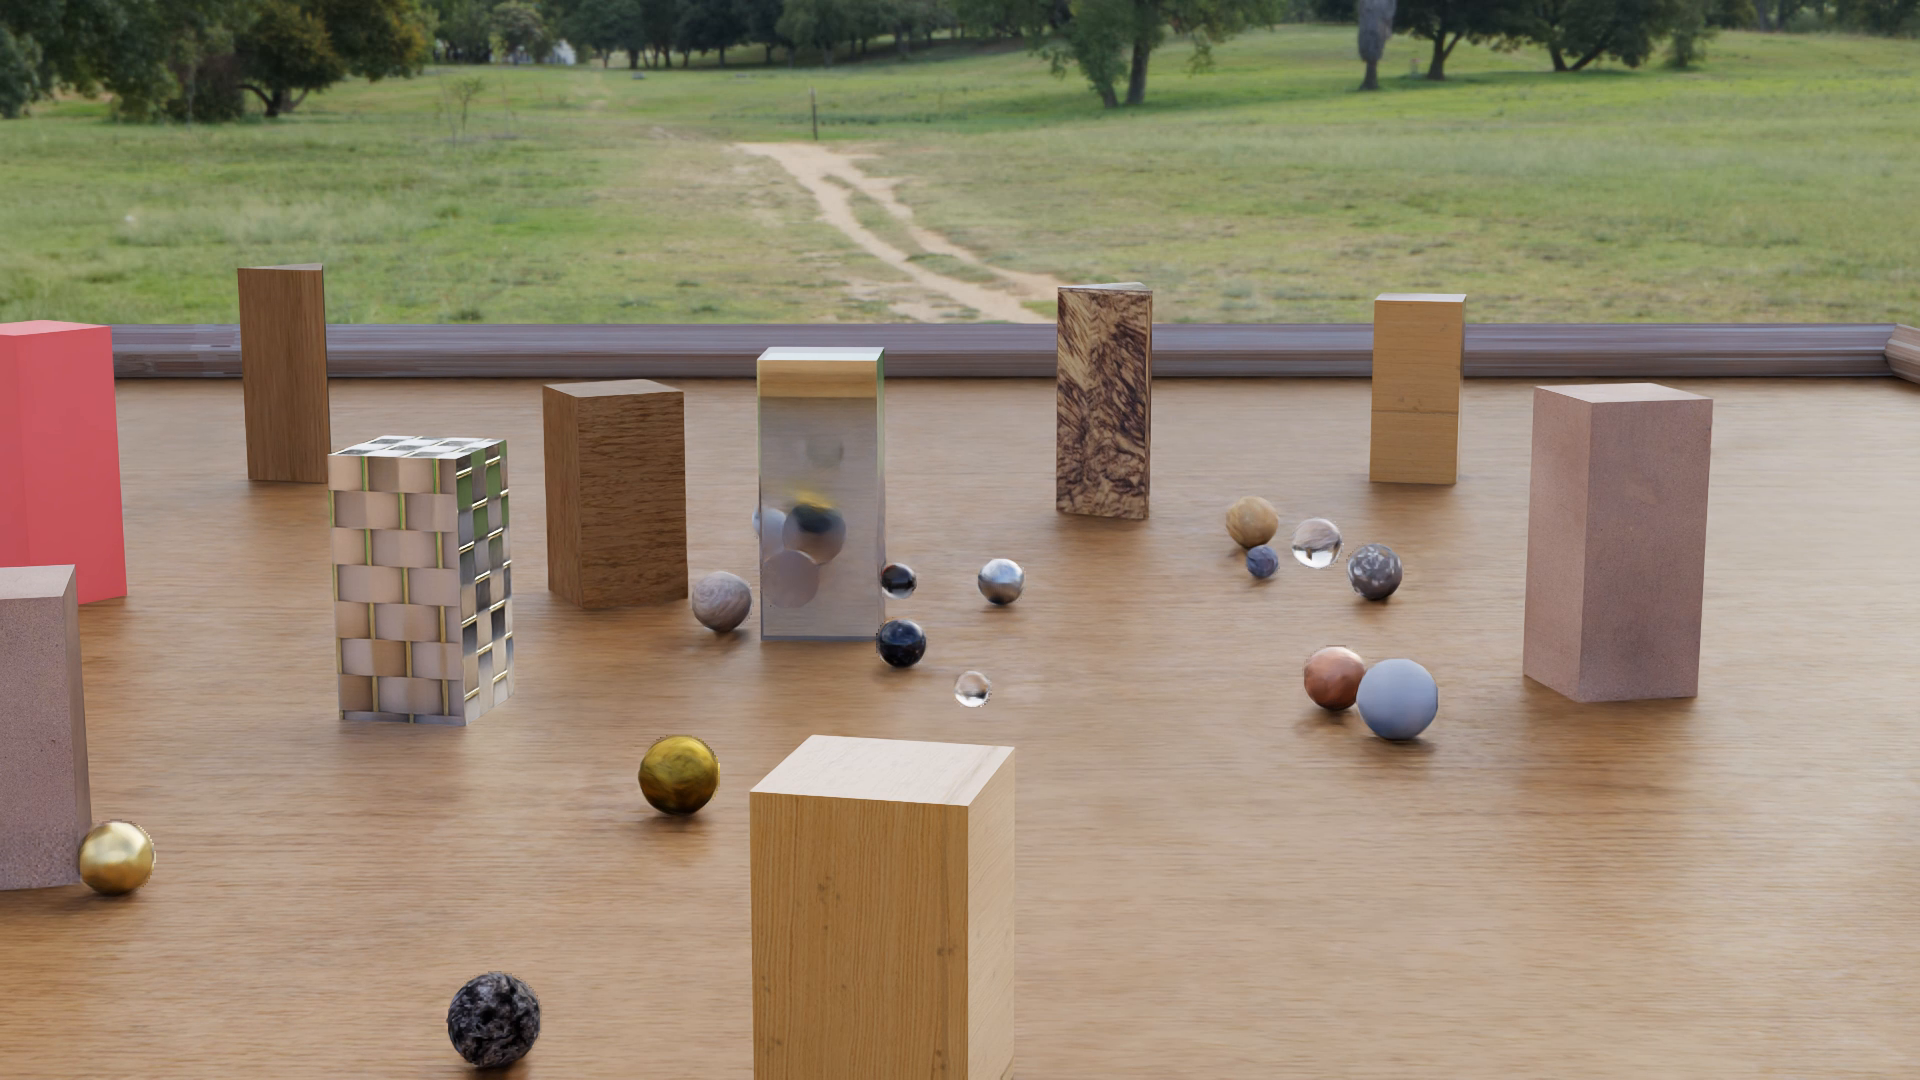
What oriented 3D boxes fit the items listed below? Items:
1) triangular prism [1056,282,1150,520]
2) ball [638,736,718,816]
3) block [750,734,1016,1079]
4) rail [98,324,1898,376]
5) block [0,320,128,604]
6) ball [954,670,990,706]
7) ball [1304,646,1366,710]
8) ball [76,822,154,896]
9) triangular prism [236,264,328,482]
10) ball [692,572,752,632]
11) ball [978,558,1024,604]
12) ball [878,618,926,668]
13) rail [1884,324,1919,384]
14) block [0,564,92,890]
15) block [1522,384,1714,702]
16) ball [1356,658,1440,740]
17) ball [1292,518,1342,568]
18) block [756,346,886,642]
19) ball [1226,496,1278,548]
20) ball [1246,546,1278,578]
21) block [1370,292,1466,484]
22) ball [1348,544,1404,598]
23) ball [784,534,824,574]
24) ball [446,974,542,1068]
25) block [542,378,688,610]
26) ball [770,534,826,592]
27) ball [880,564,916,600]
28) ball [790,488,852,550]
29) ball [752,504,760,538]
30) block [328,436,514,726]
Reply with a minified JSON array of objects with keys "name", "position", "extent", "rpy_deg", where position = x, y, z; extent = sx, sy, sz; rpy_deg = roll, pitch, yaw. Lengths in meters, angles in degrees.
[{"name":"triangular prism","position":[0.261,-0.233,4.199],"extent":[0.162,0.368,0.141],"rpy_deg":[5,12,26]},{"name":"ball","position":[-0.275,0.230,2.508],"extent":[0.078,0.078,0.078],"rpy_deg":[0,11,0]},{"name":"block","position":[-0.051,0.279,1.792],"extent":[0.150,0.246,0.150],"rpy_deg":[2,11,13]},{"name":"rail","position":[-0.015,-0.441,5.977],"extent":[4.420,0.122,0.045],"rpy_deg":[0,11,0]},{"name":"block","position":[-1.256,-0.104,3.495],"extent":[0.150,0.372,0.150],"rpy_deg":[7,13,34]},{"name":"ball","position":[0.014,0.170,2.932],"extent":[0.041,0.041,0.041],"rpy_deg":[0,11,0]},{"name":"ball","position":[0.426,0.157,2.914],"extent":[0.072,0.072,0.072],"rpy_deg":[0,11,0]},{"name":"ball","position":[-0.748,0.282,2.270],"extent":[0.065,0.065,0.065],"rpy_deg":[0,11,0]},{"name":"triangular prism","position":[-1.162,-0.300,4.547],"extent":[0.162,0.371,0.141],"rpy_deg":[3,11,16]},{"name":"ball","position":[-0.309,0.079,3.320],"extent":[0.077,0.077,0.077],"rpy_deg":[0,11,0]},{"name":"ball","position":[0.056,0.056,3.482],"extent":[0.063,0.063,0.063],"rpy_deg":[0,11,0]},{"name":"ball","position":[-0.070,0.125,3.120],"extent":[0.060,0.060,0.060],"rpy_deg":[0,11,0]},{"name":"rail","position":[2.186,0.029,3.462],"extent":[0.045,0.122,5.191],"rpy_deg":[0,11,0]},{"name":"block","position":[-0.879,0.169,2.329],"extent":[0.150,0.264,0.150],"rpy_deg":[-3,11,-14]},{"name":"block","position":[0.768,0.000,3.007],"extent":[0.150,0.348,0.150],"rpy_deg":[-2,11,-12]},{"name":"ball","position":[0.476,0.173,2.789],"extent":[0.088,0.088,0.088],"rpy_deg":[0,11,0]},{"name":"ball","position":[0.519,0.004,3.730],"extent":[0.074,0.074,0.074],"rpy_deg":[0,11,0]},{"name":"block","position":[-0.176,-0.062,3.307],"extent":[0.150,0.359,0.150],"rpy_deg":[0,11,2]},{"name":"ball","position":[0.443,-0.028,3.889],"extent":[0.079,0.079,0.079],"rpy_deg":[0,11,0]},{"name":"ball","position":[0.432,0.030,3.667],"extent":[0.046,0.046,0.046],"rpy_deg":[0,11,0]},{"name":"block","position":[0.810,-0.270,4.533],"extent":[0.150,0.318,0.150],"rpy_deg":[3,11,13]},{"name":"ball","position":[0.569,0.043,3.519],"extent":[0.076,0.076,0.076],"rpy_deg":[0,11,0]},{"name":"ball","position":[-0.225,0.020,3.696],"extent":[0.056,0.056,0.056],"rpy_deg":[0,11,0]},{"name":"ball","position":[-0.342,0.352,1.882],"extent":[0.068,0.068,0.068],"rpy_deg":[0,11,0]},{"name":"block","position":[-0.474,-0.066,3.528],"extent":[0.150,0.287,0.150],"rpy_deg":[-5,12,-27]},{"name":"ball","position":[-0.225,0.032,3.566],"extent":[0.079,0.079,0.079],"rpy_deg":[0,11,0]},{"name":"ball","position":[-0.079,0.053,3.288],"extent":[0.047,0.047,0.047],"rpy_deg":[0,11,0]},{"name":"ball","position":[-0.209,-0.032,3.871],"extent":[0.094,0.094,0.094],"rpy_deg":[0,11,0]},{"name":"ball","position":[-0.280,-0.031,3.917],"extent":[0.075,0.075,0.075],"rpy_deg":[0,11,0]},{"name":"block","position":[-0.608,0.043,2.908],"extent":[0.150,0.300,0.150],"rpy_deg":[2,11,11]}]
